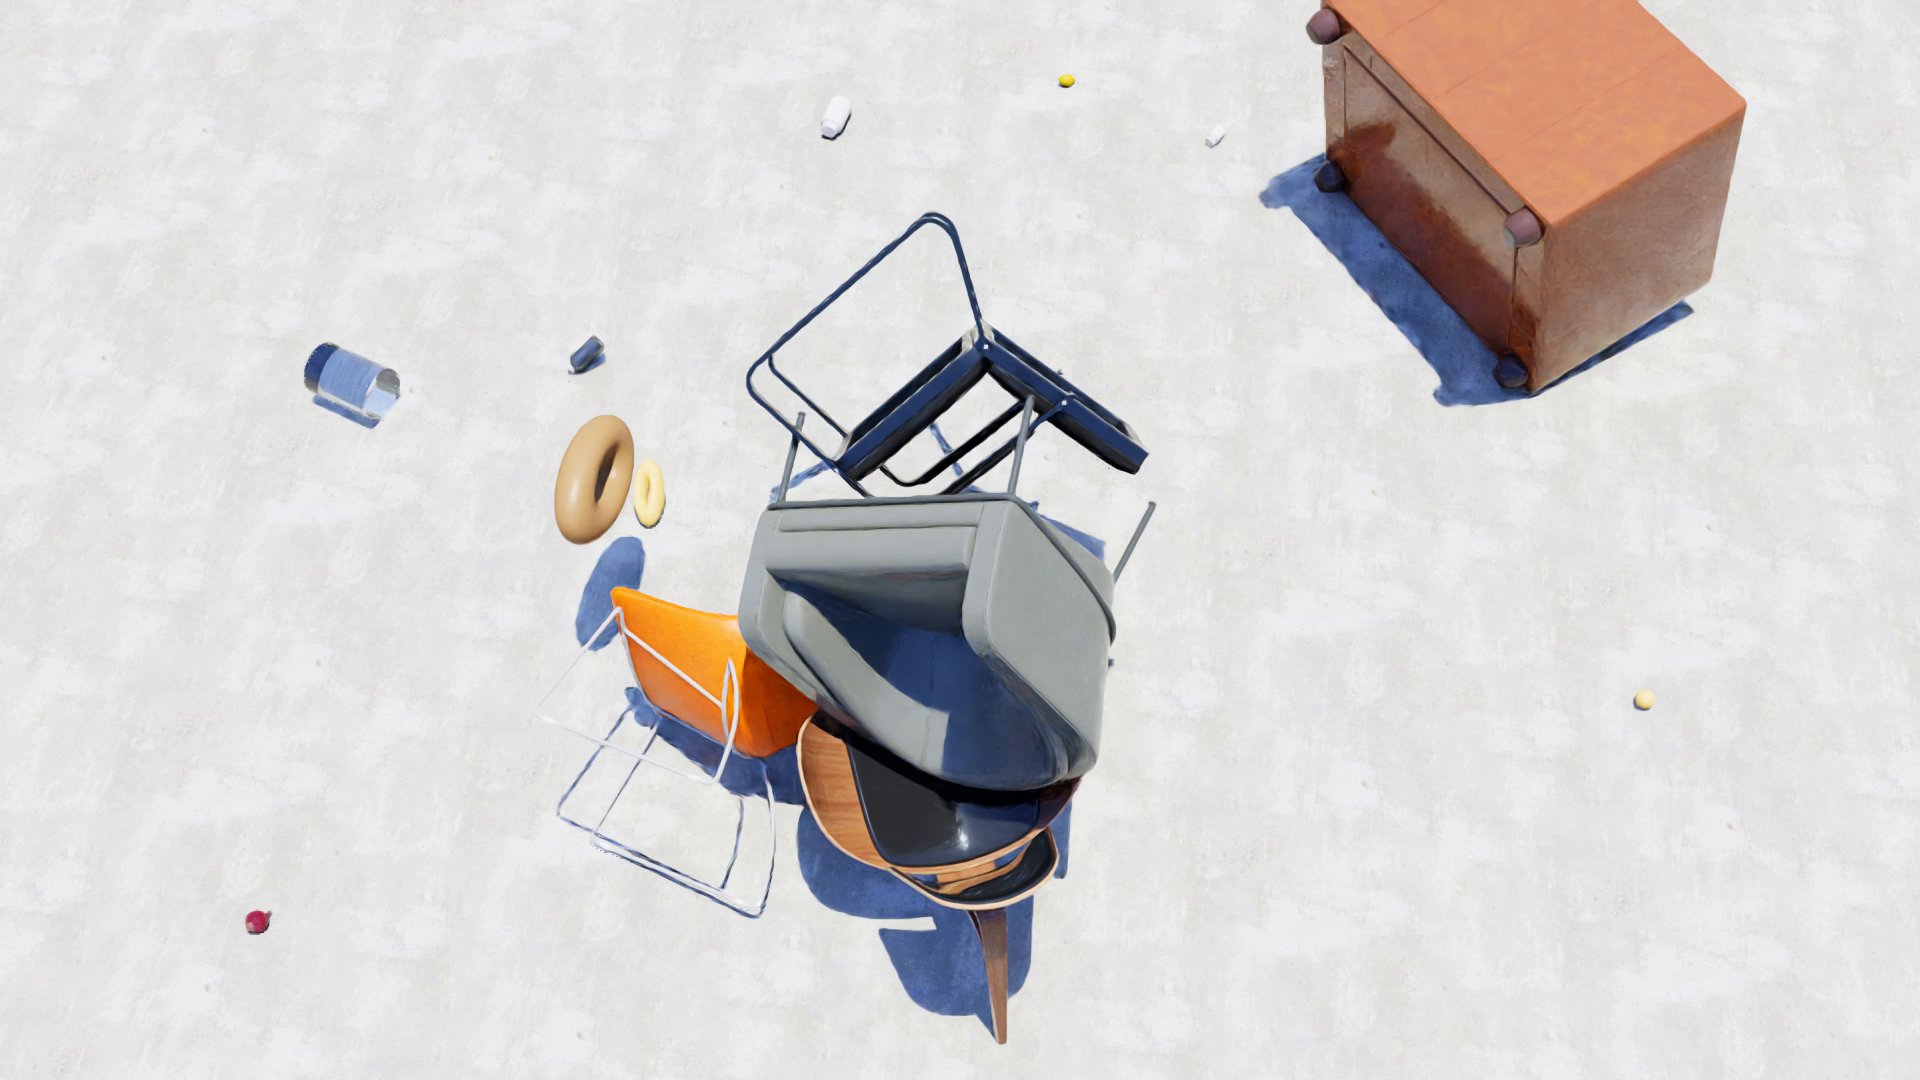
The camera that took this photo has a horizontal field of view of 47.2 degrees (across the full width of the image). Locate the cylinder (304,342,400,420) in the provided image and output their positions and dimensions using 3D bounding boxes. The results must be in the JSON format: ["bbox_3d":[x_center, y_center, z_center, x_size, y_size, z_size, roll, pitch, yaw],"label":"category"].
[{"bbox_3d":[-1.880,-0.493,6.798,0.230,0.178,0.169,24,77,15],"label":"cylinder"}]

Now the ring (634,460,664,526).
[{"bbox_3d":[-0.935,-0.143,6.614,0.095,0.057,0.213,-12,68,27],"label":"ring"}]

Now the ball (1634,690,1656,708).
[{"bbox_3d":[1.943,0.451,6.238,0.055,0.055,0.055,0,56,0],"label":"ball"}]

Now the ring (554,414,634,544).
[{"bbox_3d":[-0.987,-0.166,5.947,0.104,0.266,0.413,2,50,18],"label":"ring"}]
